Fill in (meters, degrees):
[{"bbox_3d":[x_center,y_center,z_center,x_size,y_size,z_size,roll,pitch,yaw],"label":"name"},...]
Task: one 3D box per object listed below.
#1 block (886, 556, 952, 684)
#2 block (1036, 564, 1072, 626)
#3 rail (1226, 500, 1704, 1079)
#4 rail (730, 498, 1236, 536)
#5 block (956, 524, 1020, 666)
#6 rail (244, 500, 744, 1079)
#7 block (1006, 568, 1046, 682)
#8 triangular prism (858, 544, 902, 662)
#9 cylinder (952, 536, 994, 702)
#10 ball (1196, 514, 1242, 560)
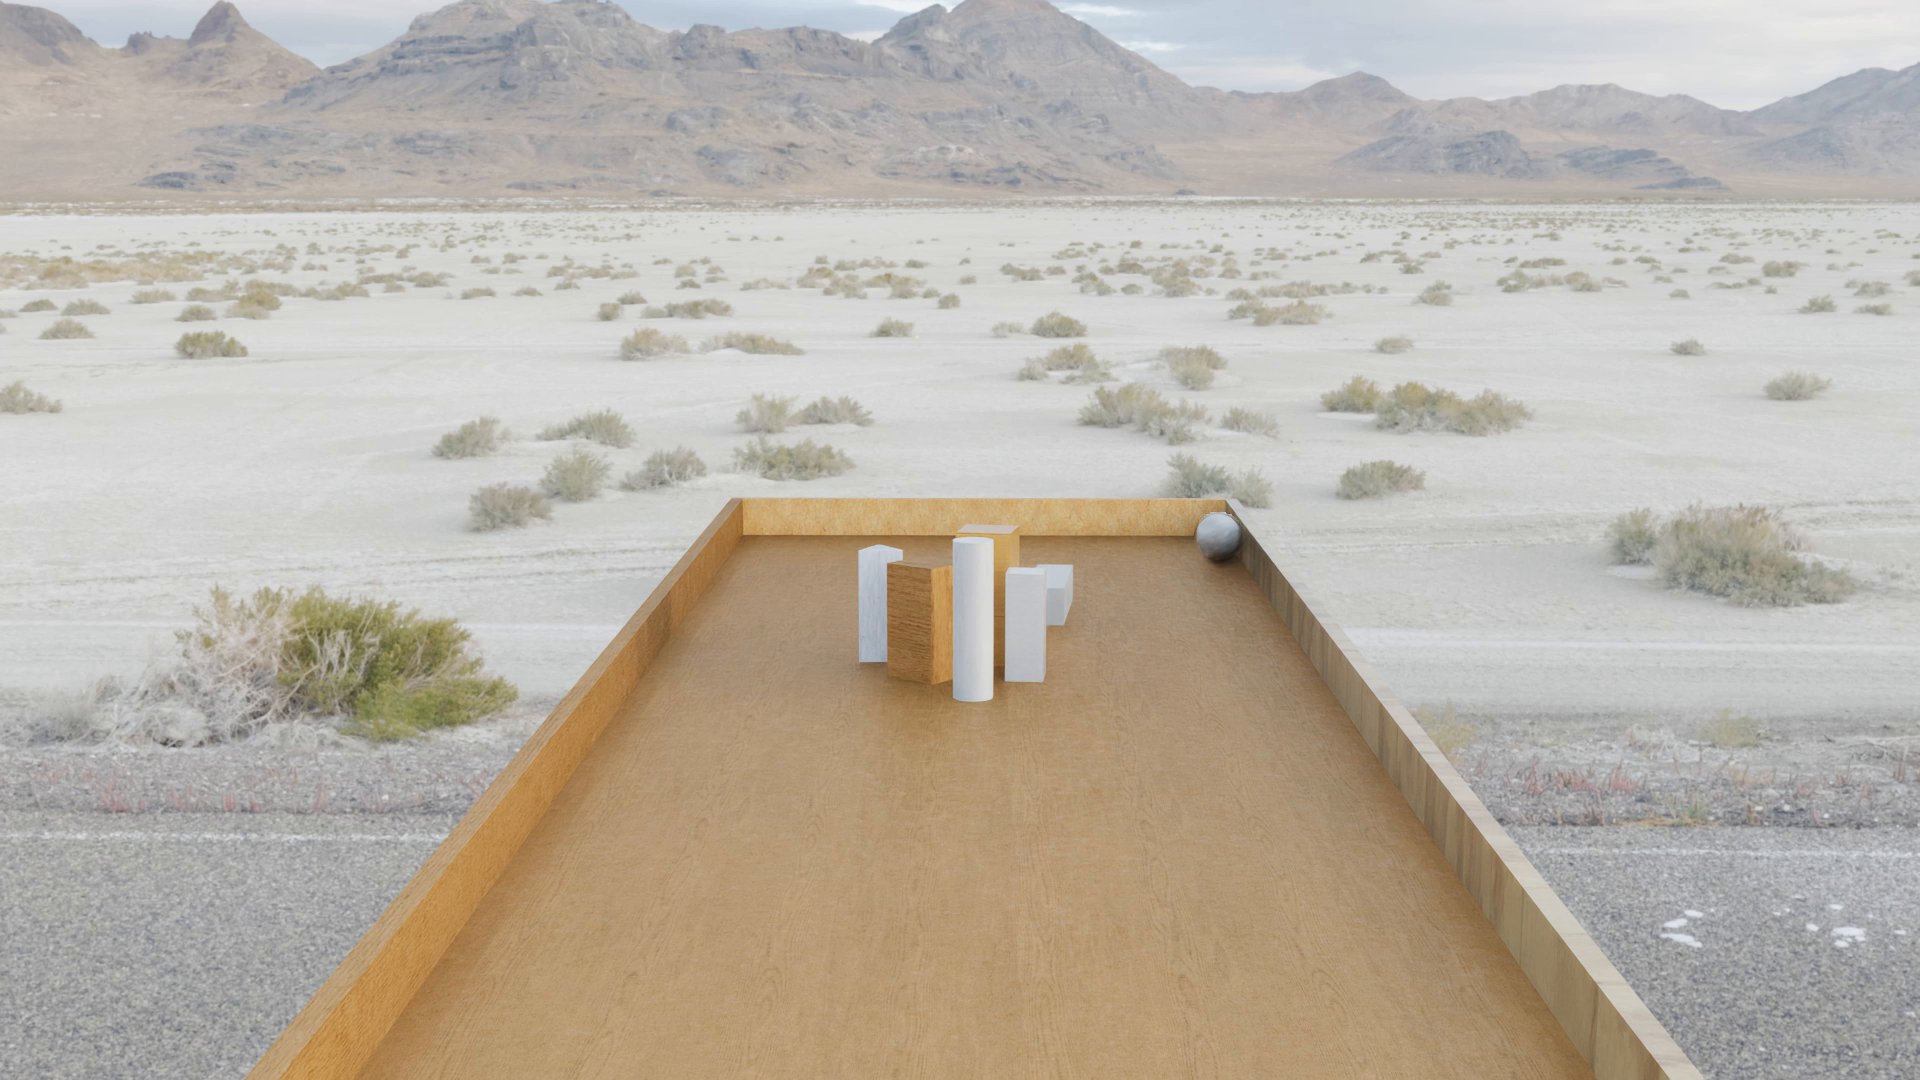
[{"bbox_3d":[-0.094,0.233,6.456,0.169,0.339,0.169,7,12,39],"label":"block"},{"bbox_3d":[0.306,0.183,7.462,0.123,0.123,0.457,1,9,6],"label":"block"},{"bbox_3d":[1.046,0.843,3.208,0.050,0.150,12.000,0,9,1],"label":"rail"},{"bbox_3d":[0.099,-0.098,9.147,2.100,0.150,0.050,0,9,1],"label":"rail"},{"bbox_3d":[0.085,0.166,6.675,0.164,0.403,0.164,2,9,11],"label":"block"},{"bbox_3d":[-1.004,0.839,3.234,0.050,0.150,12.000,0,9,1],"label":"rail"},{"bbox_3d":[0.193,0.247,6.434,0.111,0.318,0.111,1,9,6],"label":"block"},{"bbox_3d":[-0.244,0.191,6.710,0.132,0.342,0.115,-1,9,-5],"label":"triangular prism"},{"bbox_3d":[0.037,0.222,6.176,0.115,0.449,0.115,0,9,0],"label":"cylinder"},{"bbox_3d":[1.002,-0.013,8.526,0.177,0.177,0.177,0,9,0],"label":"ball"}]
